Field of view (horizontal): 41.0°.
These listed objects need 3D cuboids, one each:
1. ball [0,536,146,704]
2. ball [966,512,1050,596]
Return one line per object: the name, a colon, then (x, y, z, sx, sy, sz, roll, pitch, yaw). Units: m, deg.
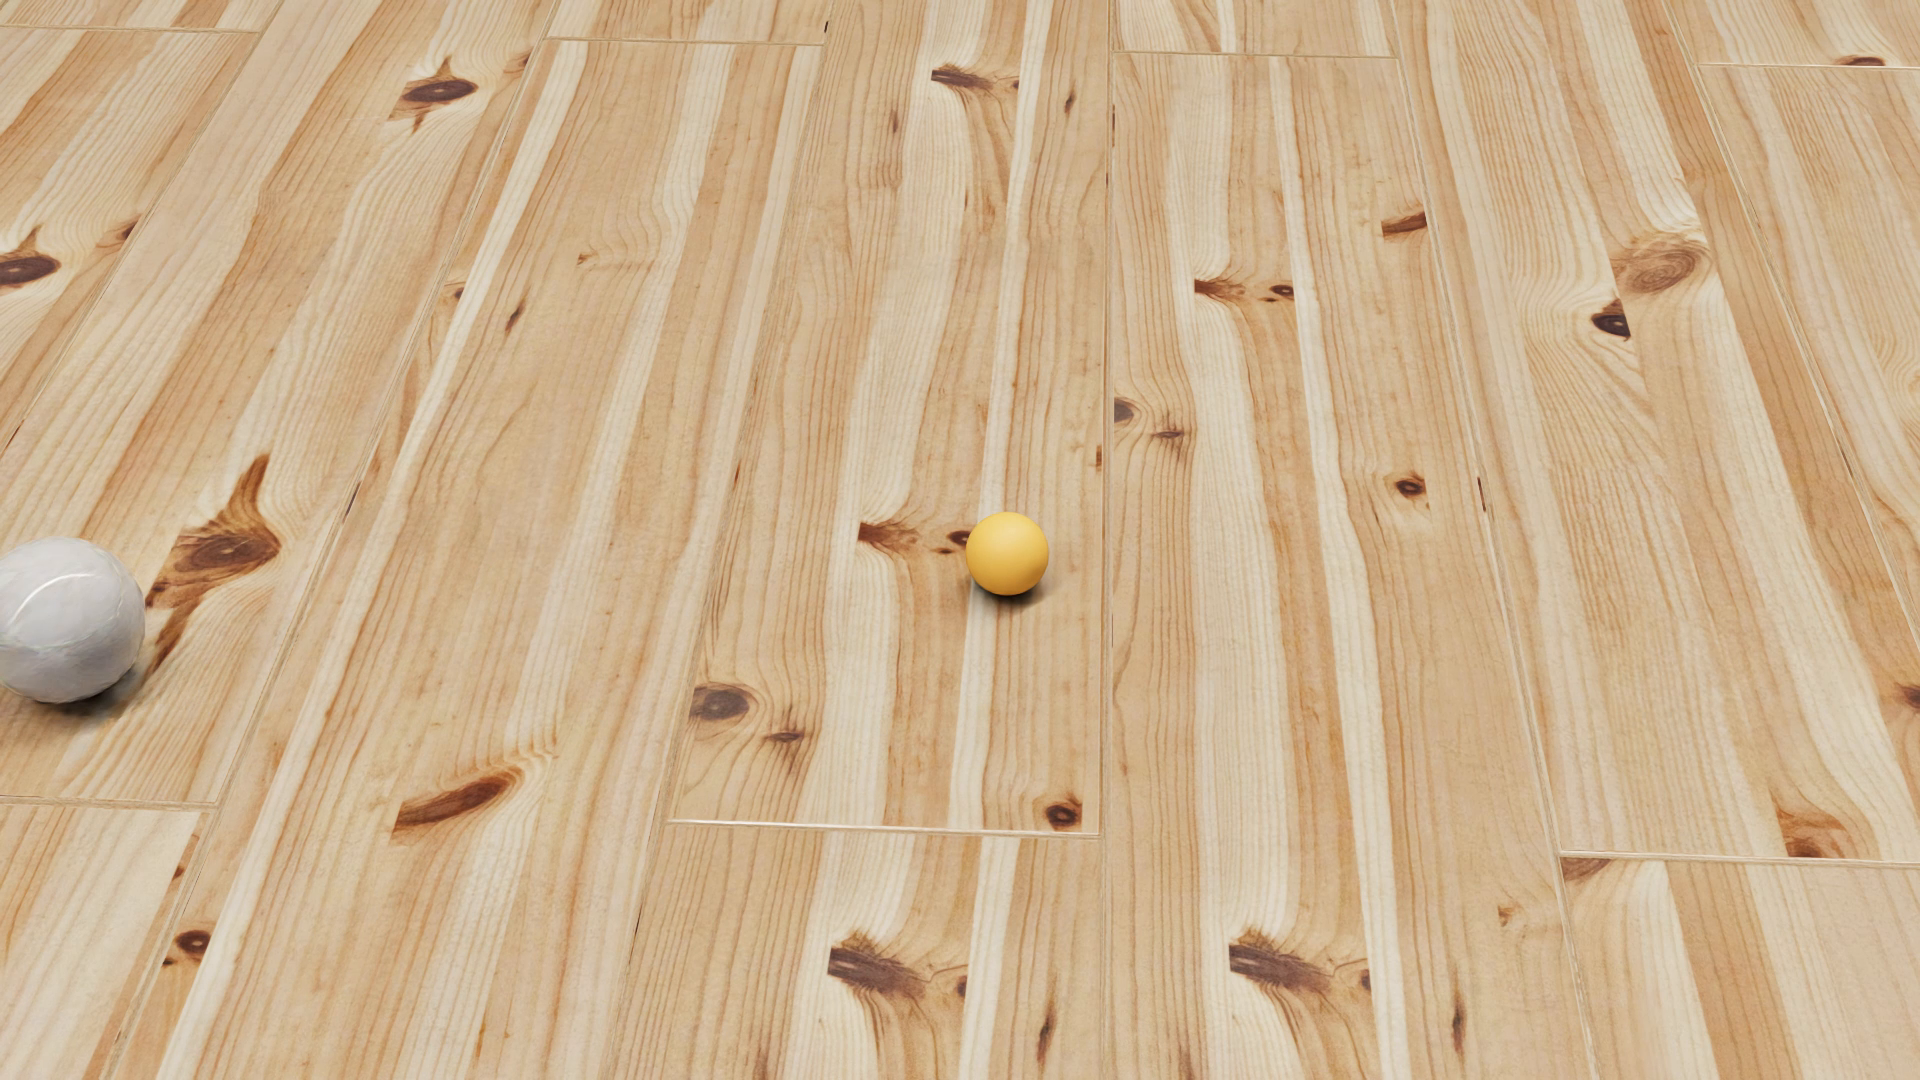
ball: (-0.531, 0.047, 1.511, 0.098, 0.098, 0.098, 0, 36, 0)
ball: (0.029, 0.009, 1.602, 0.052, 0.052, 0.052, 0, 36, 0)
